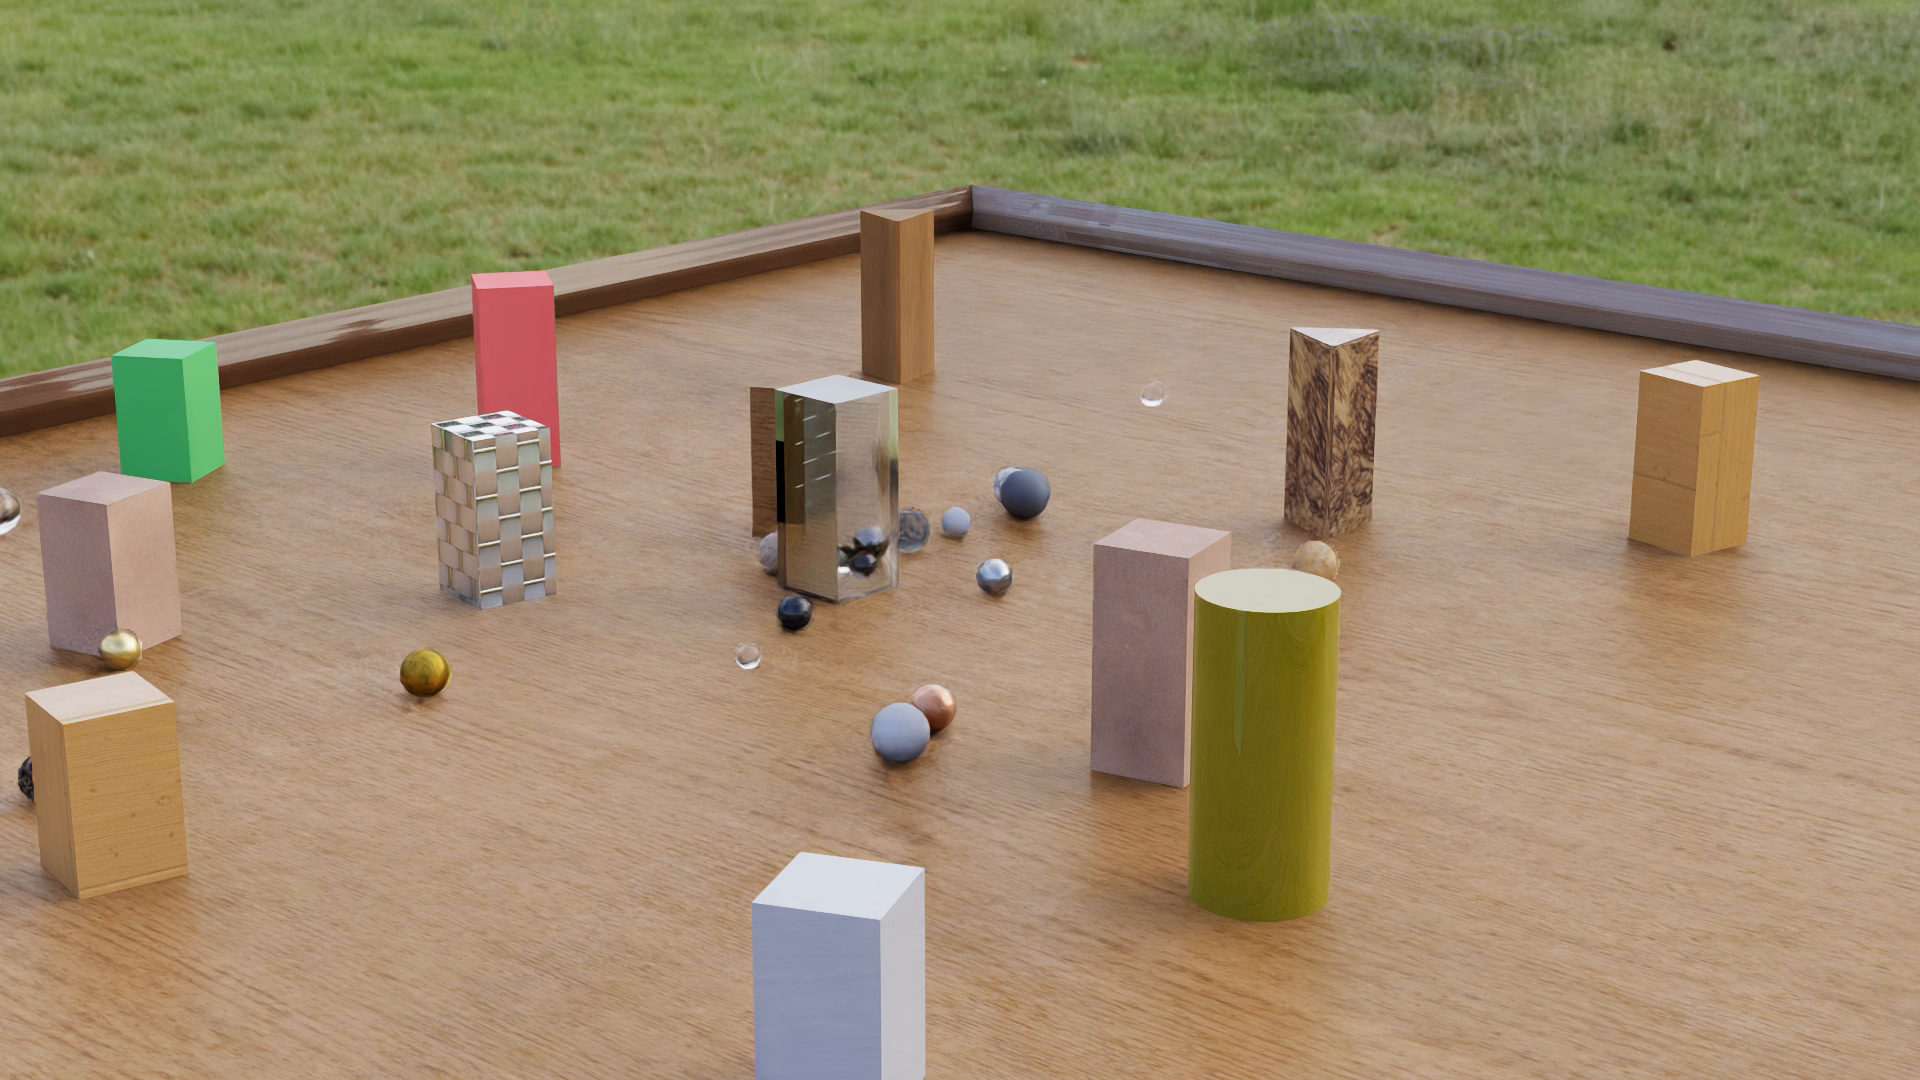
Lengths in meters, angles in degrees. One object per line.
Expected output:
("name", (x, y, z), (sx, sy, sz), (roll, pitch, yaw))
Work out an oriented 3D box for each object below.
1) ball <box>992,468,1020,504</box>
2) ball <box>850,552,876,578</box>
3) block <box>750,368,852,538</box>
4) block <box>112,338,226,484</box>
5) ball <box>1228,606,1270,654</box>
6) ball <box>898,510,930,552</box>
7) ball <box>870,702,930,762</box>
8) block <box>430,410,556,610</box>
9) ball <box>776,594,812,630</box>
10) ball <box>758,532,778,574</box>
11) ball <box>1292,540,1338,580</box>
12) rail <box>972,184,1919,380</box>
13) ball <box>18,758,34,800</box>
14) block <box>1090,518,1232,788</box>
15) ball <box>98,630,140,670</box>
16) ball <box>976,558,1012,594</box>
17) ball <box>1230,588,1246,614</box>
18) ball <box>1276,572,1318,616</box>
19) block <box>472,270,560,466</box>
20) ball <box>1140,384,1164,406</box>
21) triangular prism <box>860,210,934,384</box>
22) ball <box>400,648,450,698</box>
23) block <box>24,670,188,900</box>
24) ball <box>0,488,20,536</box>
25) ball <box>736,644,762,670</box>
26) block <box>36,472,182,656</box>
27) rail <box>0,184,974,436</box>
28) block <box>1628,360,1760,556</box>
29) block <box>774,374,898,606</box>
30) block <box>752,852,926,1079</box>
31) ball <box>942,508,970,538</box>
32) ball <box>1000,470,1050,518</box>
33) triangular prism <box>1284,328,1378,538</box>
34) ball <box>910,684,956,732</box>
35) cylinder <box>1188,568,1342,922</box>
("ball", (0.100, -0.102, 5.643), (0.075, 0.075, 0.075), (0, 17, 0))
("ball", (-0.167, 0.043, 5.052), (0.047, 0.047, 0.047), (0, 17, 0))
("block", (-0.294, -0.159, 5.465), (0.150, 0.287, 0.150), (4, 17, 14))
("block", (-1.580, -0.259, 5.856), (0.150, 0.252, 0.150), (3, 17, 11))
("ball", (0.472, 0.148, 4.816), (0.076, 0.076, 0.076), (0, 17, 0))
("ball", (-0.093, -0.016, 5.352), (0.079, 0.079, 0.079), (0, 17, 0))
("ball", (-0.088, 0.285, 4.340), (0.088, 0.088, 0.088), (0, 17, 0))
("block", (-0.809, -0.054, 5.095), (0.150, 0.300, 0.150), (-12, 21, -35))
("ball", (-0.278, 0.122, 4.929), (0.060, 0.060, 0.060), (0, 17, 0))
("ball", (-0.322, 0.023, 5.224), (0.077, 0.077, 0.077), (0, 17, 0))
("ball", (0.625, 0.041, 5.166), (0.079, 0.079, 0.079), (0, 17, 0))
("rail", (1.686, -0.532, 6.980), (4.420, 0.122, 0.045), (14, 22, 39))
("ball", (-1.313, 0.340, 4.194), (0.068, 0.068, 0.068), (0, 17, 0))
("block", (0.294, 0.163, 4.295), (0.150, 0.348, 0.150), (9, 19, 27))
("ball", (-1.357, 0.178, 4.735), (0.065, 0.065, 0.065), (0, 17, 0))
("ball", (0.060, 0.064, 5.114), (0.063, 0.063, 0.063), (0, 17, 0))
("ball", (0.466, 0.104, 5.014), (0.046, 0.046, 0.046), (0, 17, 0))
("ball", (0.575, 0.092, 5.003), (0.074, 0.074, 0.074), (0, 17, 0))
("block", (-0.898, -0.343, 5.928), (0.150, 0.372, 0.150), (-4, 17, -13))
("ball", (0.419, -0.316, 6.393), (0.051, 0.051, 0.051), (0, 17, 0))
("triangular prism", (-0.121, -0.558, 6.639), (0.141, 0.371, 0.162), (-10, 20, -30))
("ball", (-0.842, 0.209, 4.609), (0.078, 0.078, 0.078), (0, 17, 0))
("block", (-1.144, 0.326, 3.931), (0.150, 0.246, 0.150), (-12, 20, -34))
("ball", (-1.796, -0.054, 5.455), (0.092, 0.092, 0.092), (0, 17, 0))
("ball", (-0.342, 0.189, 4.740), (0.041, 0.041, 0.041), (0, 17, 0))
("block", (-1.405, 0.041, 4.846), (0.150, 0.264, 0.150), (8, 19, 25))
("rail", (-1.651, -0.384, 6.493), (0.045, 0.122, 5.191), (14, 22, 39))
("block", (1.348, -0.152, 5.387), (0.150, 0.318, 0.150), (-11, 20, -33))
("block", (-0.214, -0.089, 5.110), (0.150, 0.359, 0.150), (15, 23, 41))
("block", (-0.134, 0.509, 3.305), (0.150, 0.260, 0.150), (5, 18, 17))
("ball", (-0.008, -0.033, 5.449), (0.056, 0.056, 0.056), (0, 17, 0))
("ball", (0.124, -0.088, 5.564), (0.094, 0.094, 0.094), (0, 17, 0))
("triangular prism", (0.674, -0.209, 5.491), (0.141, 0.368, 0.162), (13, 21, 36))
("ball", (-0.042, 0.256, 4.464), (0.072, 0.072, 0.072), (0, 17, 0))
("cylinder", (0.395, 0.266, 3.828), (0.187, 0.421, 0.187), (0, 17, 0))
